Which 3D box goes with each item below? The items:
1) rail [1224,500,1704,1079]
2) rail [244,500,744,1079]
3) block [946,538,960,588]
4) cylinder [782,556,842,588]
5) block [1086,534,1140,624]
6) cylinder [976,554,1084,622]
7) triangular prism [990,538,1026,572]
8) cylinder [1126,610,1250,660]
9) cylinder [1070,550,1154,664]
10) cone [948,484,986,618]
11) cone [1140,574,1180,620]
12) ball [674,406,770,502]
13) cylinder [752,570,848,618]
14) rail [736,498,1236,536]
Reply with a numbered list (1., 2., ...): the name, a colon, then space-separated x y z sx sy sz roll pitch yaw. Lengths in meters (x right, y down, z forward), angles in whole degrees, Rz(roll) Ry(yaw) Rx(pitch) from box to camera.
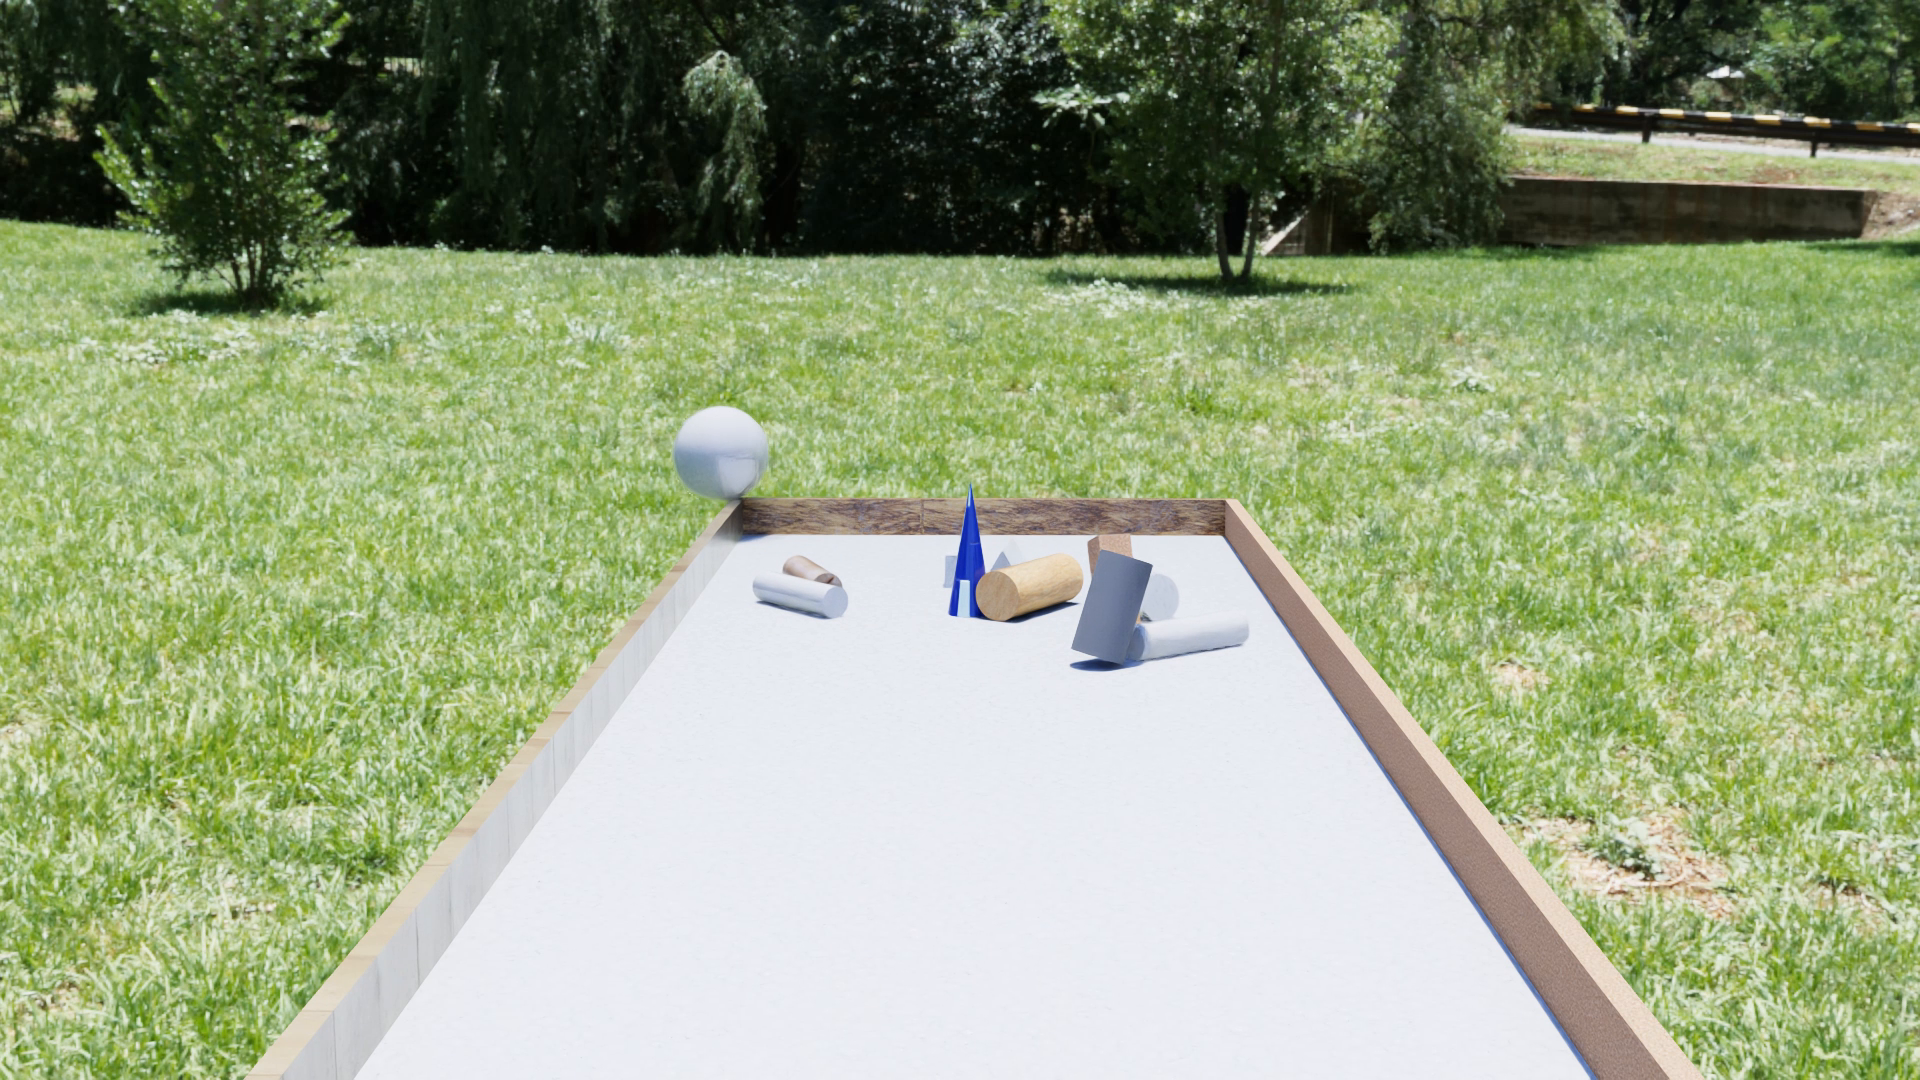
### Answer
1. rail: 1.046 0.843 3.208 0.050 0.150 12.000 0 9 1
2. rail: -1.004 0.839 3.234 0.050 0.150 12.000 0 9 1
3. block: 0.012 0.085 8.087 0.120 0.120 0.376 0 9 2
4. cylinder: -0.523 0.140 7.761 0.114 0.114 0.401 -3 9 -19
5. block: 0.489 0.150 6.980 0.108 0.322 0.108 -3 -11 -17
6. cylinder: 0.240 0.158 7.473 0.169 0.169 0.436 6 11 32
7. triangular prism: 0.175 0.073 8.151 0.136 0.117 0.344 1 9 7
8. cylinder: 0.701 0.292 6.816 0.437 0.109 0.109 -7 11 -36
9. cylinder: 0.457 0.202 6.616 0.165 0.314 0.165 17 -1 0
10. cone: 0.035 0.024 7.406 0.154 0.454 0.154 0 9 0
11. cone: 0.586 0.207 7.454 0.158 0.158 0.333 -5 -3 -28
12. ball: -0.982 -0.355 9.054 0.393 0.393 0.393 0 9 0
13. cylinder: -0.548 0.183 7.511 0.107 0.107 0.417 -7 12 -39
14. rail: 0.099 -0.098 9.147 2.100 0.150 0.050 0 9 1
